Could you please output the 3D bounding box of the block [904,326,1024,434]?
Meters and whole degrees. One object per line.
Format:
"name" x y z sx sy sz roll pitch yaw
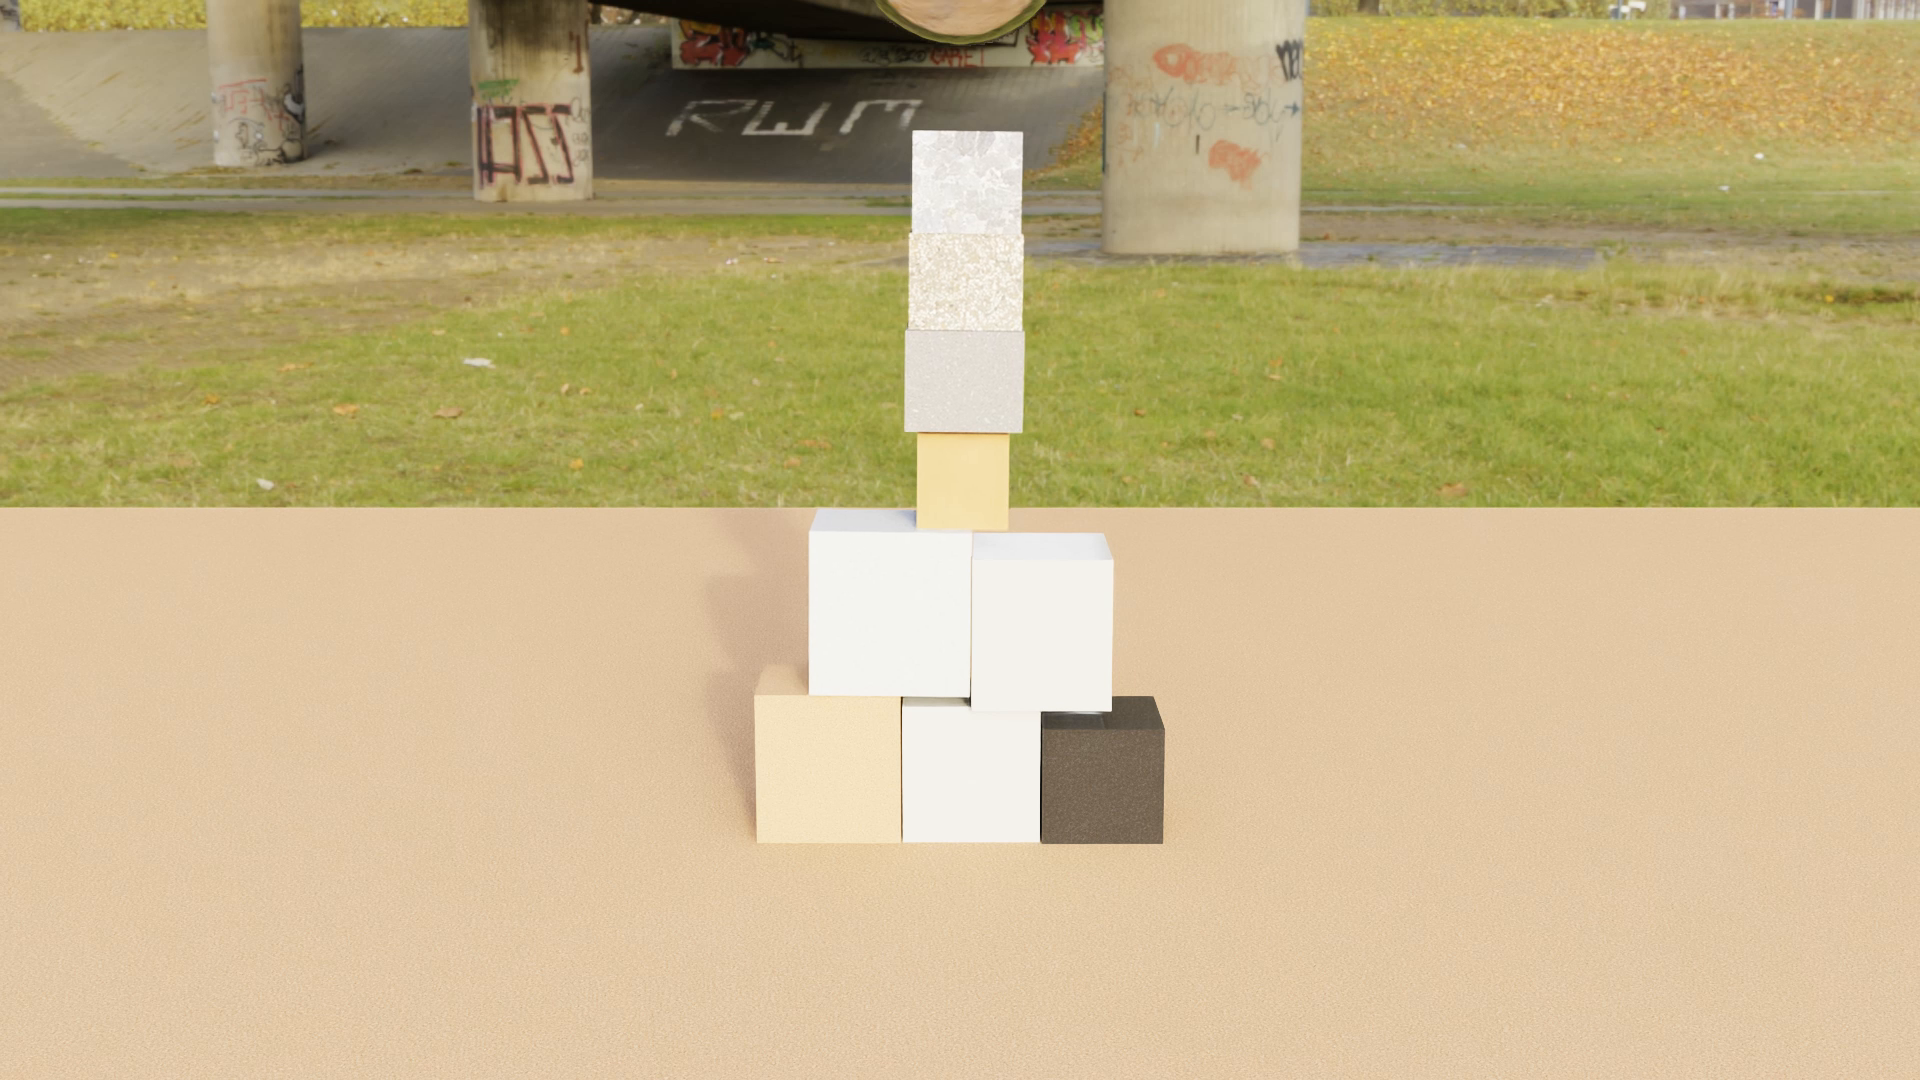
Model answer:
"block" 0.021 -0.824 11.012 0.577 0.493 0.609 1 10 0

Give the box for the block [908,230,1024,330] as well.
"block" 0.028 -1.302 10.960 0.554 0.466 0.531 1 10 0

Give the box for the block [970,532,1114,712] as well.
"block" 0.406 0.407 11.242 0.695 0.765 0.754 0 10 0

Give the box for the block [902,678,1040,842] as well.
"block" 0.057 1.128 11.385 0.692 0.706 0.619 0 10 0

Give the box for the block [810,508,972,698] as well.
"block" -0.347 0.310 11.232 0.801 0.830 0.680 1 10 0

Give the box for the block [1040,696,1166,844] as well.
"block" 0.720 1.182 11.388 0.614 0.599 0.672 0 10 0

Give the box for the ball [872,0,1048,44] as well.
"ball" 0.000 -4.332 15.581 1.600 1.600 1.600 0 10 0

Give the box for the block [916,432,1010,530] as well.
"block" 0.015 -0.340 11.121 0.452 0.498 0.474 1 10 0

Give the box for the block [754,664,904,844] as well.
"block" -0.663 1.096 11.383 0.728 0.770 0.657 0 10 0

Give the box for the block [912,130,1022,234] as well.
"block" 0.035 -1.766 10.846 0.527 0.488 0.490 1 10 0
